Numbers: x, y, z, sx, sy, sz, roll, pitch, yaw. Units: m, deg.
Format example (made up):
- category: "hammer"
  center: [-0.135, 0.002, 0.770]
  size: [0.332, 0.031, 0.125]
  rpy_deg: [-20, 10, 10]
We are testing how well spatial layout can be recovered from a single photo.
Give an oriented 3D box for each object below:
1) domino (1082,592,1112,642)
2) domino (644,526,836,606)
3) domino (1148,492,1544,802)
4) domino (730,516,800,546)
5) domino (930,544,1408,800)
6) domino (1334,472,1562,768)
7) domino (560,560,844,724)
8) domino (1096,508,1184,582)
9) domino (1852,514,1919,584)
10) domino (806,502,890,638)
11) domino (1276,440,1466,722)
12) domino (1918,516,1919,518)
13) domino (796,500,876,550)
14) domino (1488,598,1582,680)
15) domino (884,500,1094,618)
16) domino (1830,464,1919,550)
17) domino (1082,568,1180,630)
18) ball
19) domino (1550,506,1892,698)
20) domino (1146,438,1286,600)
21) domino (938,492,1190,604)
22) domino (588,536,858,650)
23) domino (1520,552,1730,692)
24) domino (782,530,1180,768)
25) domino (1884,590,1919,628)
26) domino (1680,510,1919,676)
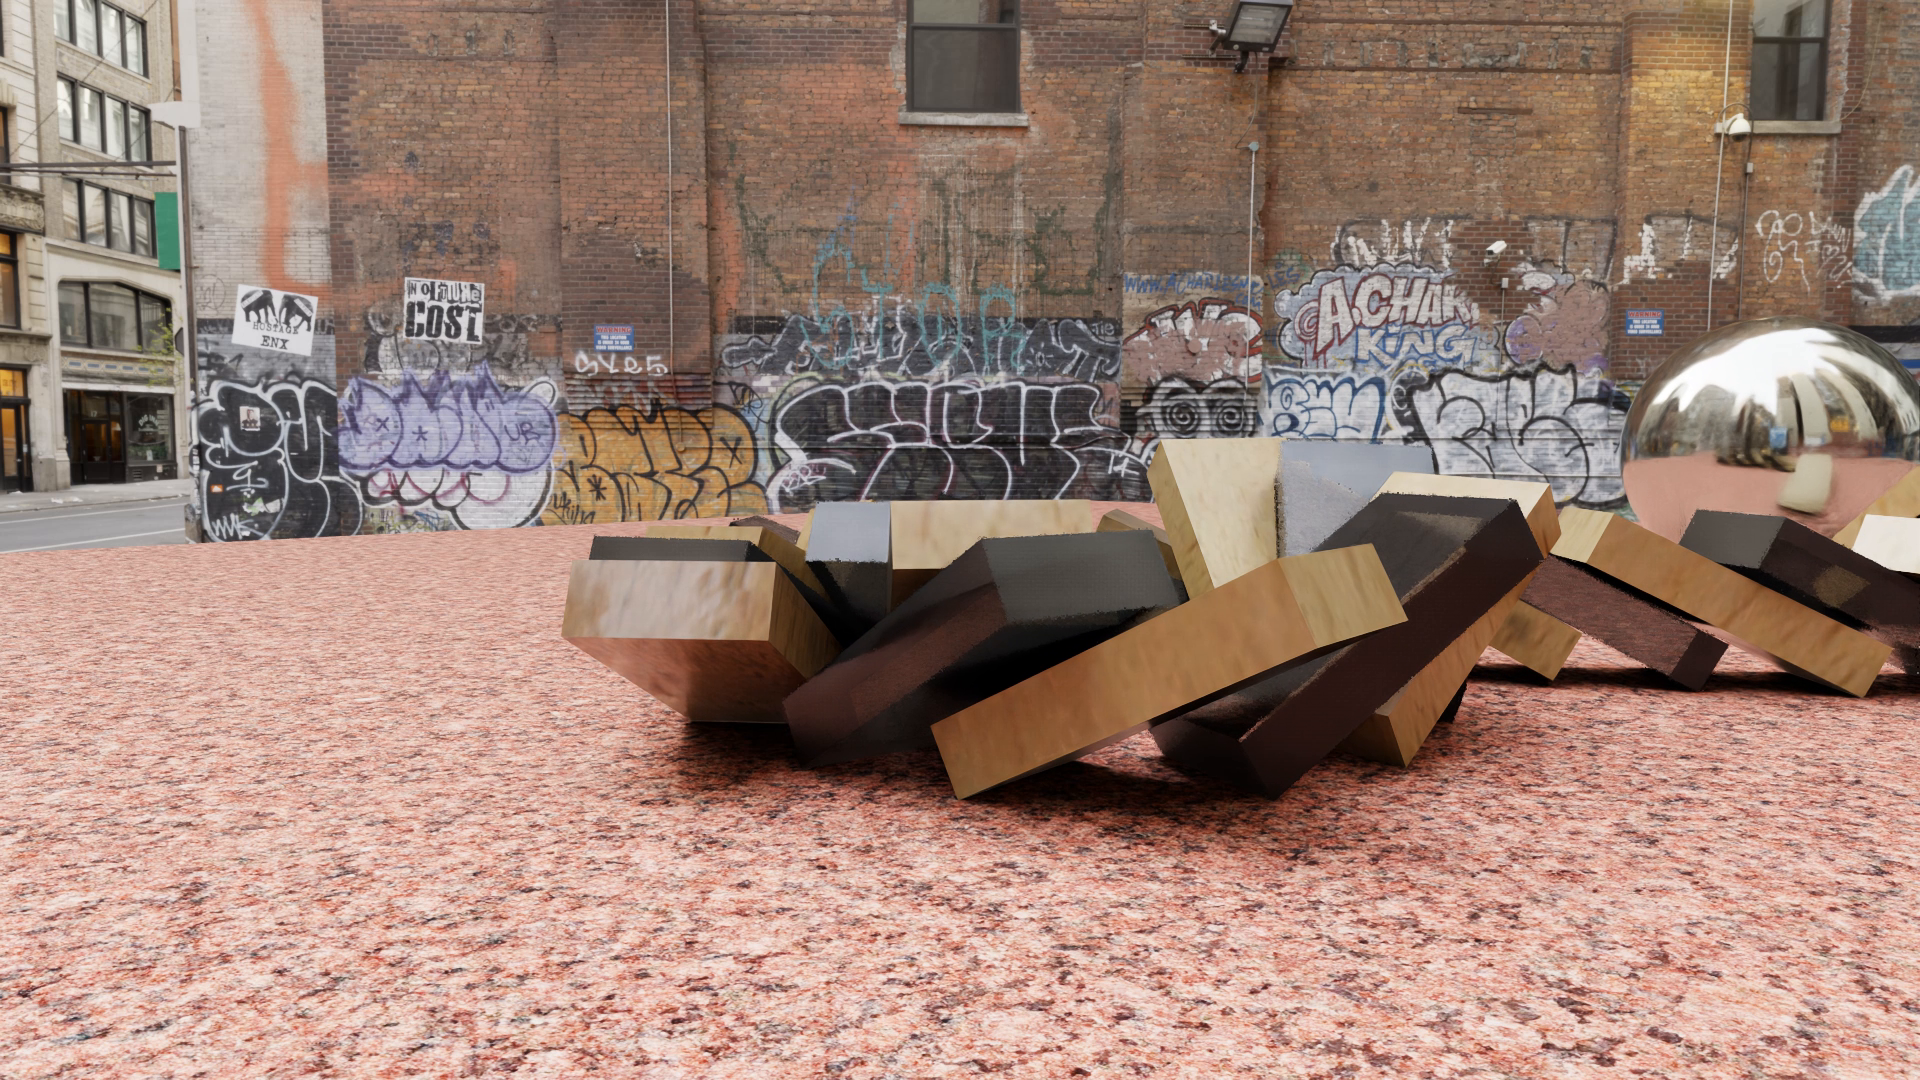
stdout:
- category: "domino"
  center: [0.005, 0.009, 0.267]
  size: [0.050, 0.010, 0.025]
  rpy_deg: [23, 9, 10]
- category: "domino"
  center: [-0.030, 0.011, 0.225]
  size: [0.025, 0.010, 0.050]
  rpy_deg: [1, -20, 32]
- category: "domino"
  center: [0.050, 0.012, 0.170]
  size: [0.050, 0.010, 0.025]
  rpy_deg: [-37, 16, -16]
- category: "domino"
  center: [-0.023, 0.009, 0.263]
  size: [0.050, 0.010, 0.025]
  rpy_deg: [22, 5, 2]
- category: "domino"
  center: [0.023, 0.016, 0.149]
  size: [0.050, 0.009, 0.025]
  rpy_deg: [-31, -16, 36]
- category: "domino"
  center: [0.064, 0.009, 0.187]
  size: [0.025, 0.009, 0.050]
  rpy_deg: [9, 45, 48]
- category: "domino"
  center: [-0.031, 0.015, 0.174]
  size: [0.025, 0.010, 0.050]
  rpy_deg: [1, -19, 7]
- category: "domino"
  center: [0.050, 0.009, 0.253]
  size: [0.050, 0.010, 0.025]
  rpy_deg: [25, 9, 10]
- category: "domino"
  center: [0.181, 0.011, 0.220]
  size: [0.050, 0.010, 0.025]
  rpy_deg: [25, -3, -21]
- category: "domino"
  center: [-0.004, 0.010, 0.202]
  size: [0.025, 0.010, 0.050]
  rpy_deg: [1, -27, 13]
- category: "domino"
  center: [0.066, 0.005, 0.210]
  size: [0.025, 0.050, 0.010]
  rpy_deg: [3, -40, 8]
- category: "domino"
  center: [0.231, 0.001, 0.296]
  size: [0.025, 0.009, 0.050]
  rpy_deg: [0, -33, -6]
- category: "domino"
  center: [-0.002, 0.009, 0.229]
  size: [0.050, 0.010, 0.025]
  rpy_deg: [28, -16, -26]
- category: "domino"
  center: [0.089, 0.008, 0.241]
  size: [0.050, 0.009, 0.025]
  rpy_deg: [31, 10, 16]
- category: "domino"
  center: [0.002, 0.011, 0.180]
  size: [0.025, 0.010, 0.050]
  rpy_deg: [-1, -29, -5]
- category: "domino"
  center: [0.229, 0.000, 0.311]
  size: [0.025, 0.010, 0.050]
  rpy_deg: [0, -33, -6]
- category: "domino"
  center: [0.029, 0.008, 0.264]
  size: [0.050, 0.010, 0.025]
  rpy_deg: [25, 9, 9]
- category: "ball"
  center: [0.242, -0.026, 0.383]
  size: [0.080, 0.080, 0.080]
  rpy_deg: [0, 4, 0]
- category: "domino"
  center: [0.133, 0.010, 0.229]
  size: [0.050, 0.010, 0.025]
  rpy_deg: [27, 7, 5]
- category: "domino"
  center: [0.052, 0.004, 0.224]
  size: [0.025, 0.050, 0.010]
  rpy_deg: [-2, -38, -14]
- category: "domino"
  center: [0.017, 0.007, 0.236]
  size: [0.050, 0.010, 0.025]
  rpy_deg: [20, -14, 1]
- category: "domino"
  center: [-0.034, 0.013, 0.200]
  size: [0.025, 0.009, 0.050]
  rpy_deg: [2, -20, 19]
- category: "domino"
  center: [0.110, 0.009, 0.235]
  size: [0.050, 0.010, 0.025]
  rpy_deg: [29, 10, 10]
- category: "domino"
  center: [0.001, 0.014, 0.159]
  size: [0.025, 0.010, 0.050]
  rpy_deg: [-3, -24, -36]
- category: "domino"
  center: [0.232, 0.003, 0.280]
  size: [0.025, 0.010, 0.050]
  rpy_deg: [-1, -33, -5]
- category: "domino"
  center: [0.156, 0.010, 0.224]
  size: [0.050, 0.009, 0.025]
  rpy_deg: [26, 4, -3]
